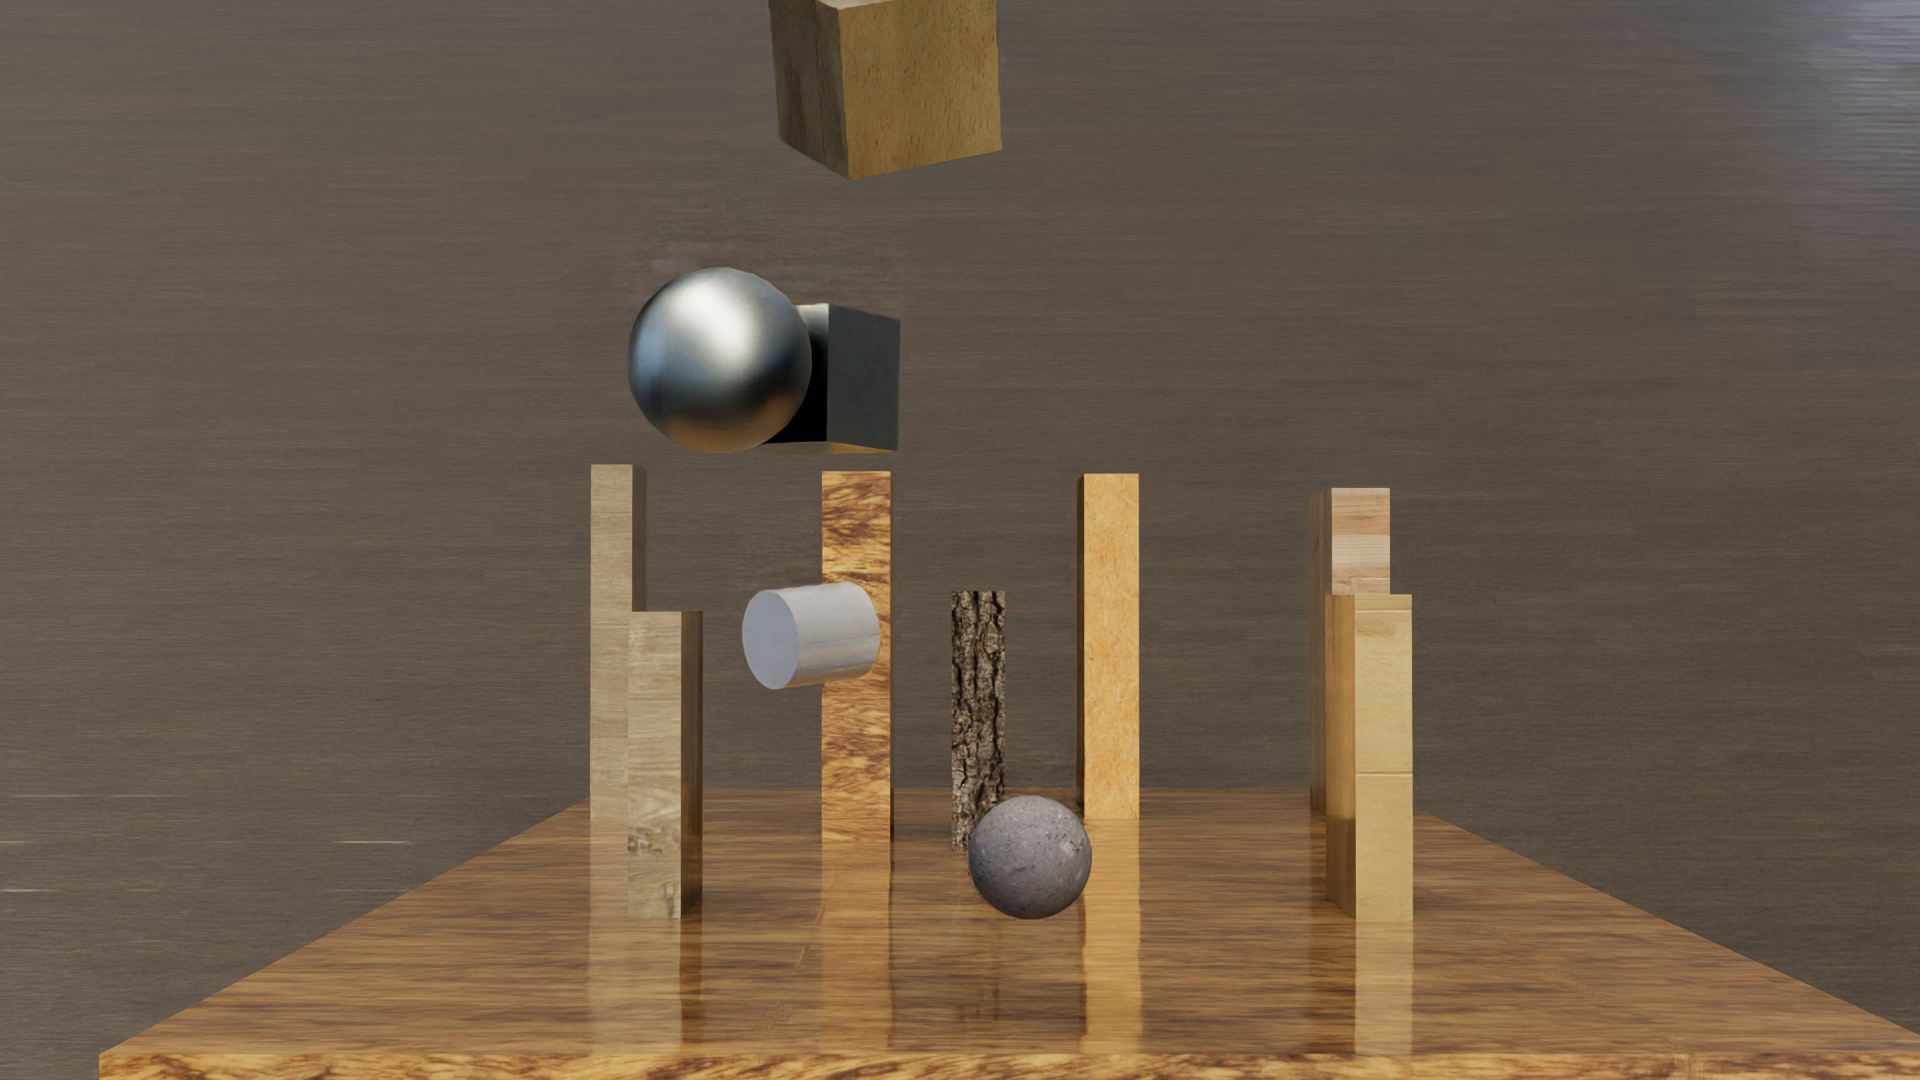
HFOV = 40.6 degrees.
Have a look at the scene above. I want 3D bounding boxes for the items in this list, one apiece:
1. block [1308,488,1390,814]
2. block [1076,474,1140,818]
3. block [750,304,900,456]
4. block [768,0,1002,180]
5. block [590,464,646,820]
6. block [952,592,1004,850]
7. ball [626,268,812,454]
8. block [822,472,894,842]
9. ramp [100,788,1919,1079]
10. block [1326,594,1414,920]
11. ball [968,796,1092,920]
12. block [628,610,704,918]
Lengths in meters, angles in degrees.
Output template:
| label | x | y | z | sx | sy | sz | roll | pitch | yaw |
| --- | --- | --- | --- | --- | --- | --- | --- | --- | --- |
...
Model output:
| label | x | y | z | sx | sy | sz | roll | pitch | yaw |
| --- | --- | --- | --- | --- | --- | --- | --- | --- | --- |
| block | 0.904 | 0.259 | 6.035 | 0.130 | 0.743 | 0.382 | 0 | -1 | 0 |
| block | 0.340 | 0.242 | 6.007 | 0.122 | 0.774 | 0.367 | 0 | -1 | 0 |
| block | -0.168 | -0.175 | 2.870 | 0.147 | 0.147 | 0.147 | -1 | -3 | 30 |
| block | -0.077 | -0.485 | 2.639 | 0.171 | 0.171 | 0.171 | -15 | 28 | -24 |
| block | -0.776 | 0.231 | 5.907 | 0.092 | 0.793 | 0.258 | 0 | -1 | 0 |
| block | 0.036 | 0.358 | 5.248 | 0.104 | 0.507 | 0.347 | 0 | -1 | 0 |
| ball | -0.252 | -0.188 | 2.721 | 0.195 | 0.195 | 0.195 | 0 | 34 | 0 |
| block | -0.211 | 0.240 | 5.426 | 0.139 | 0.751 | 0.325 | 0 | -1 | 0 |
| ramp | 0.075 | 0.650 | 4.786 | 2.000 | 0.100 | 4.000 | 0 | -1 | 0 |
| block | 0.647 | 0.336 | 4.122 | 0.087 | 0.497 | 0.321 | 0 | -1 | 0 |
| ball | 0.086 | 0.388 | 3.177 | 0.151 | 0.151 | 0.151 | 0 | 34 | 0 |
| block | -0.470 | 0.350 | 4.164 | 0.081 | 0.471 | 0.339 | 0 | -1 | 0 |
